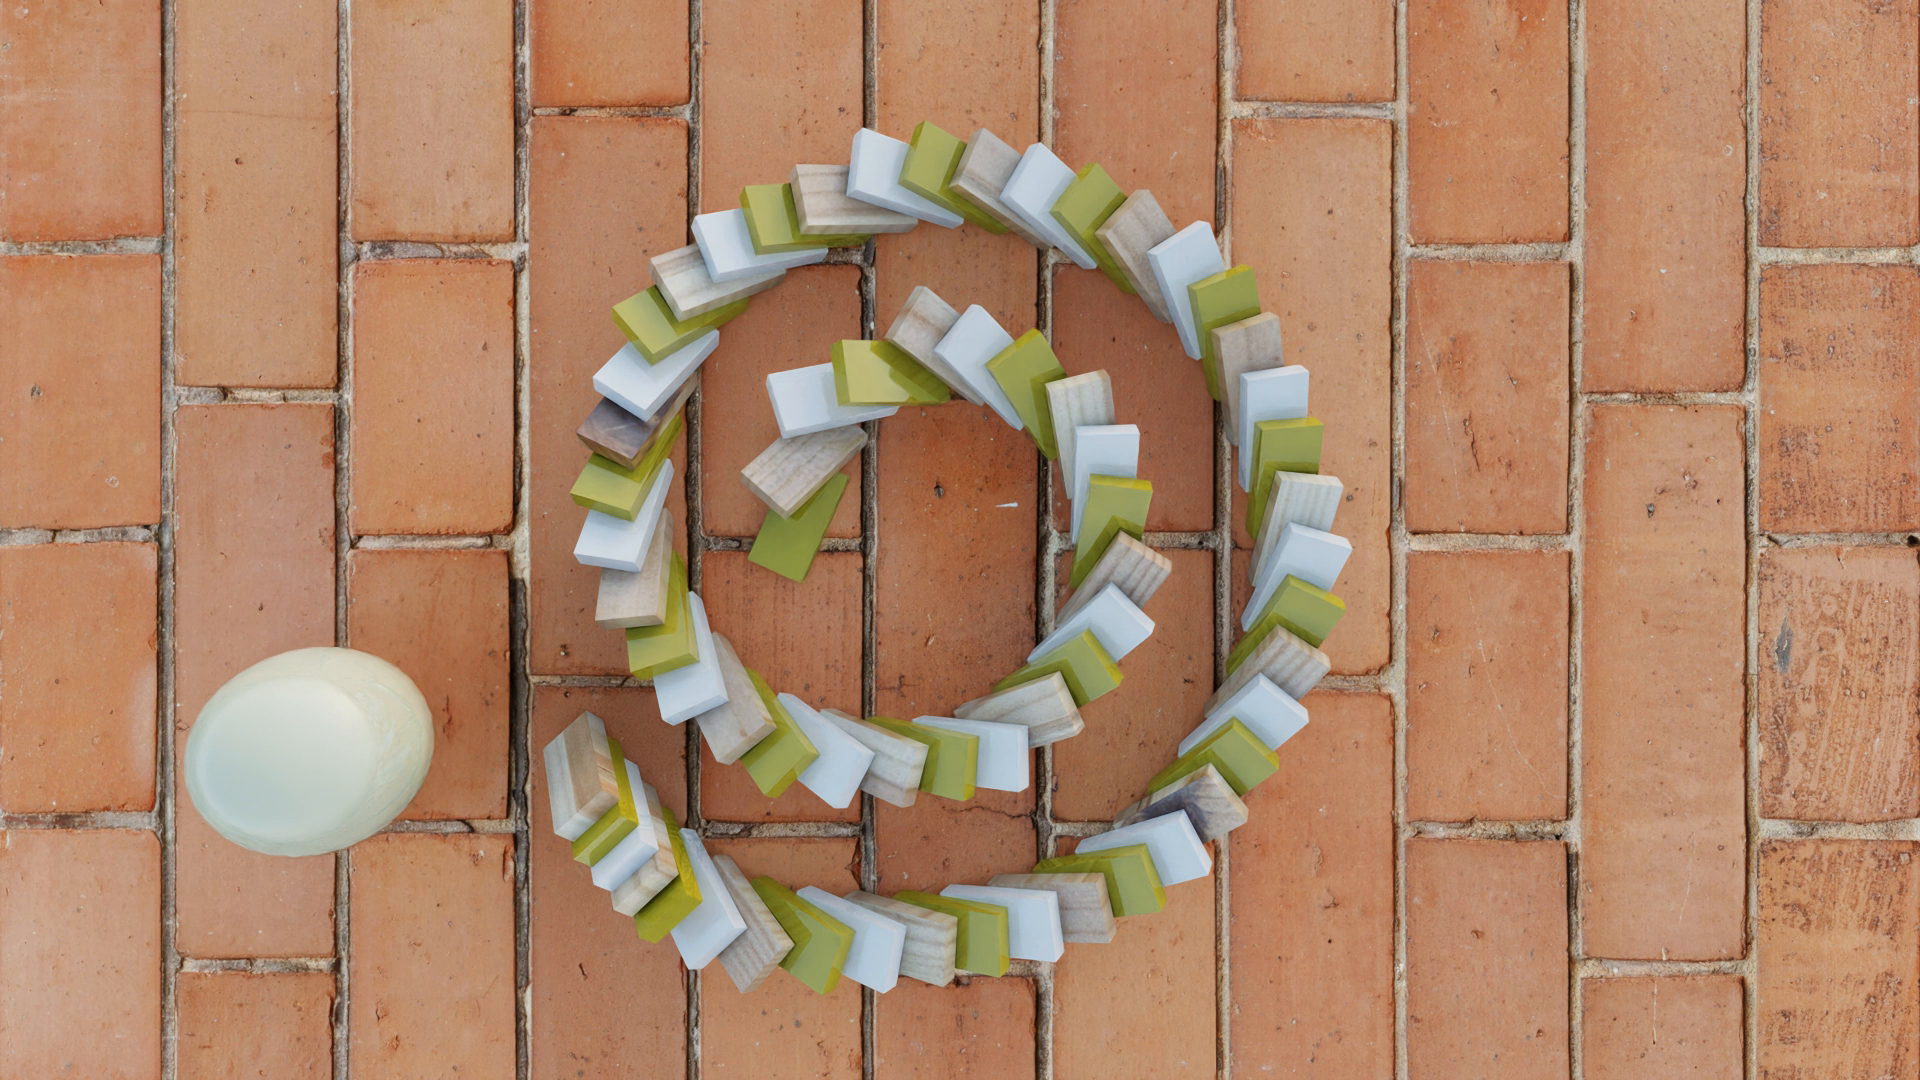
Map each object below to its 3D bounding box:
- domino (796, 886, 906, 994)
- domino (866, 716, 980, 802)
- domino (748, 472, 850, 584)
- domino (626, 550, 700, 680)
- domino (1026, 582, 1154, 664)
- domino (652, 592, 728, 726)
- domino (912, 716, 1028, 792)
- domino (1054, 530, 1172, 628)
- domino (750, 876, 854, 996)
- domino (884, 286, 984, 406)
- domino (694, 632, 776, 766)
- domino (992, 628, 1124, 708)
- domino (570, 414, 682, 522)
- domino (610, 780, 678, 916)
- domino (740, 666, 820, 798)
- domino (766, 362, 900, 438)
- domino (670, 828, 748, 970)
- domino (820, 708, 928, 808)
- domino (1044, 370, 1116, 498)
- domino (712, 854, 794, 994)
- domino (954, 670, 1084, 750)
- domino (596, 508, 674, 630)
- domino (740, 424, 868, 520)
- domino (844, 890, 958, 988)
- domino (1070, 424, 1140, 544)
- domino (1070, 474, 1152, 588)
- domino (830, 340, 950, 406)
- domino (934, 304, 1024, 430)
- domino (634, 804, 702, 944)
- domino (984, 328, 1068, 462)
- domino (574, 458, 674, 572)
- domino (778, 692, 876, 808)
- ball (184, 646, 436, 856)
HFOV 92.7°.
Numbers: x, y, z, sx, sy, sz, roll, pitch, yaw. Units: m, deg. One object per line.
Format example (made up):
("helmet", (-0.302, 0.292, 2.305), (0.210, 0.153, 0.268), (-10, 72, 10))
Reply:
("domino", (-0.048, 0.167, 0.384), (0.050, 0.009, 0.025), (10, 90, 28))
("domino", (-0.017, 0.091, 0.384), (0.050, 0.009, 0.025), (5, 90, 29))
("domino", (-0.069, -0.009, 0.395), (0.025, 0.010, 0.050), (24, 90, 0))
("domino", (-0.126, 0.031, 0.384), (0.025, 0.010, 0.050), (-18, 60, 0))
("domino", (0.054, 0.043, 0.384), (0.025, 0.009, 0.050), (44, 119, 0))
("domino", (-0.116, 0.049, 0.384), (0.025, 0.009, 0.050), (-24, 62, 0))
("domino", (0.004, 0.089, 0.384), (0.050, 0.009, 0.025), (-1, 91, 29))
("domino", (0.064, 0.023, 0.383), (0.025, 0.010, 0.050), (32, 120, 0))
("domino", (-0.070, 0.165, 0.384), (0.050, 0.010, 0.025), (19, 90, 29))
("domino", (-0.004, -0.080, 0.383), (0.050, 0.009, 0.025), (33, 89, -31))
("domino", (-0.100, 0.066, 0.384), (0.025, 0.010, 0.050), (-38, 61, 0))
("domino", (0.040, 0.060, 0.384), (0.050, 0.009, 0.025), (-36, 90, 29))
("domino", (-0.139, -0.034, 0.384), (0.025, 0.010, 0.050), (17, 61, 0))
("domino", (-0.134, 0.126, 0.378), (0.025, 0.050, 0.010), (-42, 130, 0))
("domino", (-0.083, 0.080, 0.384), (0.025, 0.010, 0.050), (-46, 61, 1))
("domino", (-0.053, -0.061, 0.385), (0.050, 0.010, 0.025), (-16, 82, -21))
("domino", (-0.112, 0.149, 0.383), (0.025, 0.010, 0.050), (-42, 60, 0))
("domino", (-0.039, 0.090, 0.384), (0.050, 0.010, 0.025), (15, 90, 29))
("domino", (0.052, -0.044, 0.383), (0.025, 0.010, 0.050), (-14, 120, 0))
("domino", (-0.094, 0.160, 0.384), (0.050, 0.010, 0.025), (41, 90, 29))
("domino", (0.024, 0.075, 0.383), (0.050, 0.009, 0.025), (-24, 90, 30))
("domino", (-0.135, 0.012, 0.383), (0.025, 0.009, 0.050), (-5, 61, 2))
("domino", (-0.065, -0.034, 0.384), (0.025, 0.010, 0.050), (41, 65, 4))
("domino", (-0.026, 0.166, 0.384), (0.050, 0.009, 0.025), (3, 90, 27))
("domino", (0.060, -0.023, 0.384), (0.025, 0.009, 0.050), (-2, 120, 0))
("domino", (0.062, -0.002, 0.384), (0.025, 0.010, 0.050), (7, 120, 0))
("domino", (-0.028, -0.069, 0.381), (0.050, 0.010, 0.025), (-7, 90, -38))
("domino", (0.015, -0.072, 0.383), (0.050, 0.010, 0.025), (40, 90, -30))
("domino", (-0.125, 0.137, 0.379), (0.025, 0.050, 0.009), (-42, 134, 0))
("domino", (0.034, -0.060, 0.384), (0.025, 0.010, 0.050), (-37, 120, 0))
("domino", (-0.140, -0.012, 0.384), (0.025, 0.010, 0.050), (9, 62, 0))
("domino", (-0.062, 0.087, 0.384), (0.050, 0.010, 0.025), (28, 90, 29))
("ball", (-0.252, 0.082, 0.360), (0.080, 0.080, 0.080), (0, 90, 0))
